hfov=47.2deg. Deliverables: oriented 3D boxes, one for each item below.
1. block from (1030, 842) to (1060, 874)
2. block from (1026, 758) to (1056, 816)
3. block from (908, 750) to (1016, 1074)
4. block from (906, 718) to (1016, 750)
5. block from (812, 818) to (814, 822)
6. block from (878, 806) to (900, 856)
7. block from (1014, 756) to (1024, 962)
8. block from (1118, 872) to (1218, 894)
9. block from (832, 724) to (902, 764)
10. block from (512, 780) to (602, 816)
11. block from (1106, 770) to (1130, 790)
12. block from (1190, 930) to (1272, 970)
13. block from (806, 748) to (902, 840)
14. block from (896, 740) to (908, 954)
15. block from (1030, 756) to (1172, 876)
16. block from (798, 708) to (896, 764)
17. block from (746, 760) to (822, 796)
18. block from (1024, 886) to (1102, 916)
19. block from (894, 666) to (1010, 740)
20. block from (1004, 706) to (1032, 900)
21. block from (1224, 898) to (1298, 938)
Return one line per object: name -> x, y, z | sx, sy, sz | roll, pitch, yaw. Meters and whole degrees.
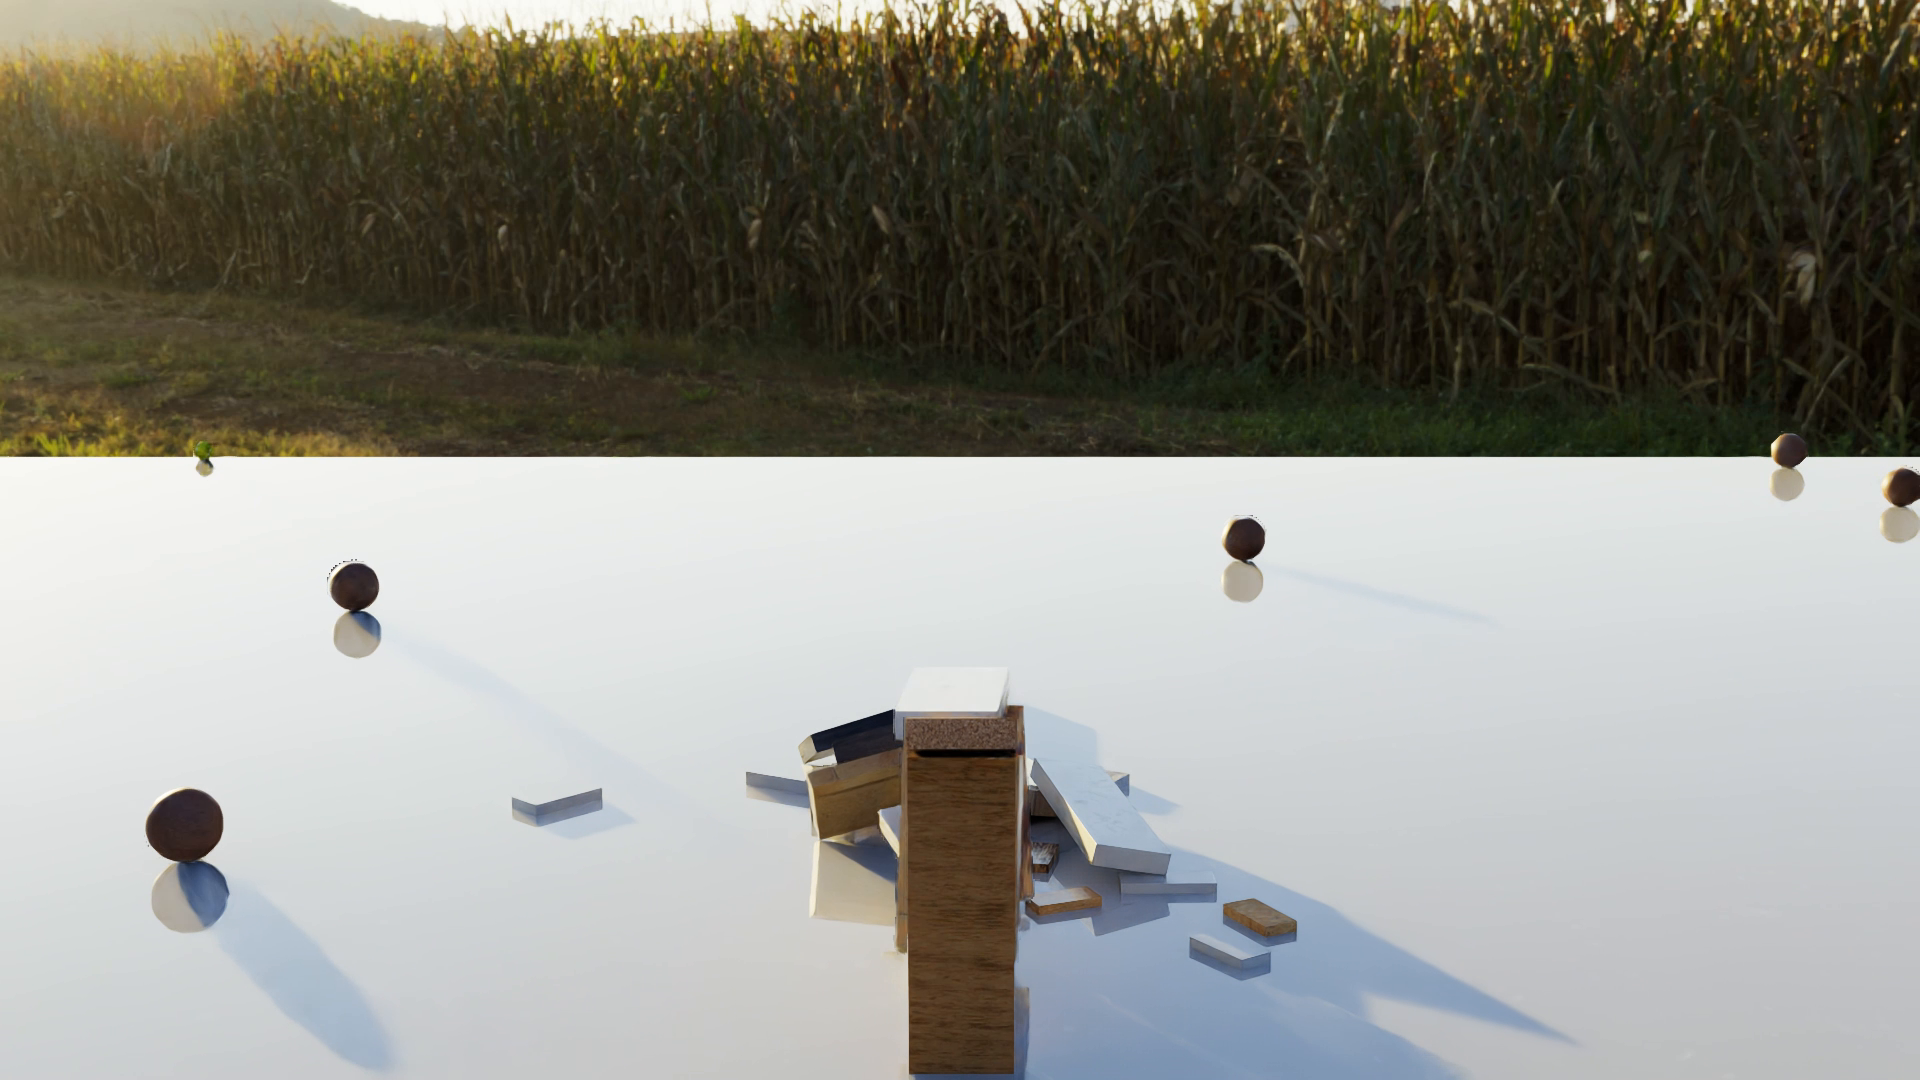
block -> 0.135, 0.552, 3.828 | 0.057, 0.016, 0.113 | 2, 11, 12
block -> 0.097, 0.456, 4.177 | 0.166, 0.047, 0.331 | 7, 6, -26
block -> 0.002, 0.499, 2.946 | 0.142, 0.443, 0.040 | 0, 11, 0
block -> 0.005, 0.263, 2.993 | 0.142, 0.040, 0.283 | 0, -5, 2
block -> -0.186, 0.496, 4.104 | 0.094, 0.027, 0.188 | 6, 12, 29
block -> -0.031, 0.495, 3.558 | 0.131, 0.037, 0.261 | -13, 23, -15
block -> 0.012, 0.441, 3.068 | 0.142, 0.283, 0.040 | 1, -6, 9
block -> 0.348, 0.576, 3.698 | 0.161, 0.017, 0.060 | 0, 11, -2
block -> -0.082, 0.383, 4.289 | 0.331, 0.047, 0.166 | -14, -12, -5
block -> -0.762, 0.488, 4.160 | 0.076, 0.022, 0.153 | 10, 14, 42
block -> 0.245, 0.464, 4.288 | 0.153, 0.022, 0.076 | 6, 12, 31
block -> 0.417, 0.632, 3.395 | 0.060, 0.017, 0.120 | -7, 13, -34
block -> -0.134, 0.443, 3.945 | 0.268, 0.134, 0.038 | -14, 40, -12
block -> -0.010, 0.442, 3.211 | 0.152, 0.315, 0.043 | -1, -24, 5
block -> 0.243, 0.484, 3.895 | 0.134, 0.038, 0.437 | 10, 12, -14
block -> -0.181, 0.381, 4.404 | 0.268, 0.038, 0.134 | -16, -10, -19
block -> -0.311, 0.464, 4.274 | 0.188, 0.027, 0.094 | 6, 12, 28
block -> 0.169, 0.592, 3.612 | 0.113, 0.016, 0.057 | -4, 11, -22
block -> -0.009, 0.248, 3.370 | 0.152, 0.043, 0.303 | 0, 9, 4
block -> 0.029, 0.412, 3.452 | 0.152, 0.303, 0.043 | 0, -20, -8
block -> 0.482, 0.606, 3.534 | 0.060, 0.017, 0.120 | -5, 12, -27
